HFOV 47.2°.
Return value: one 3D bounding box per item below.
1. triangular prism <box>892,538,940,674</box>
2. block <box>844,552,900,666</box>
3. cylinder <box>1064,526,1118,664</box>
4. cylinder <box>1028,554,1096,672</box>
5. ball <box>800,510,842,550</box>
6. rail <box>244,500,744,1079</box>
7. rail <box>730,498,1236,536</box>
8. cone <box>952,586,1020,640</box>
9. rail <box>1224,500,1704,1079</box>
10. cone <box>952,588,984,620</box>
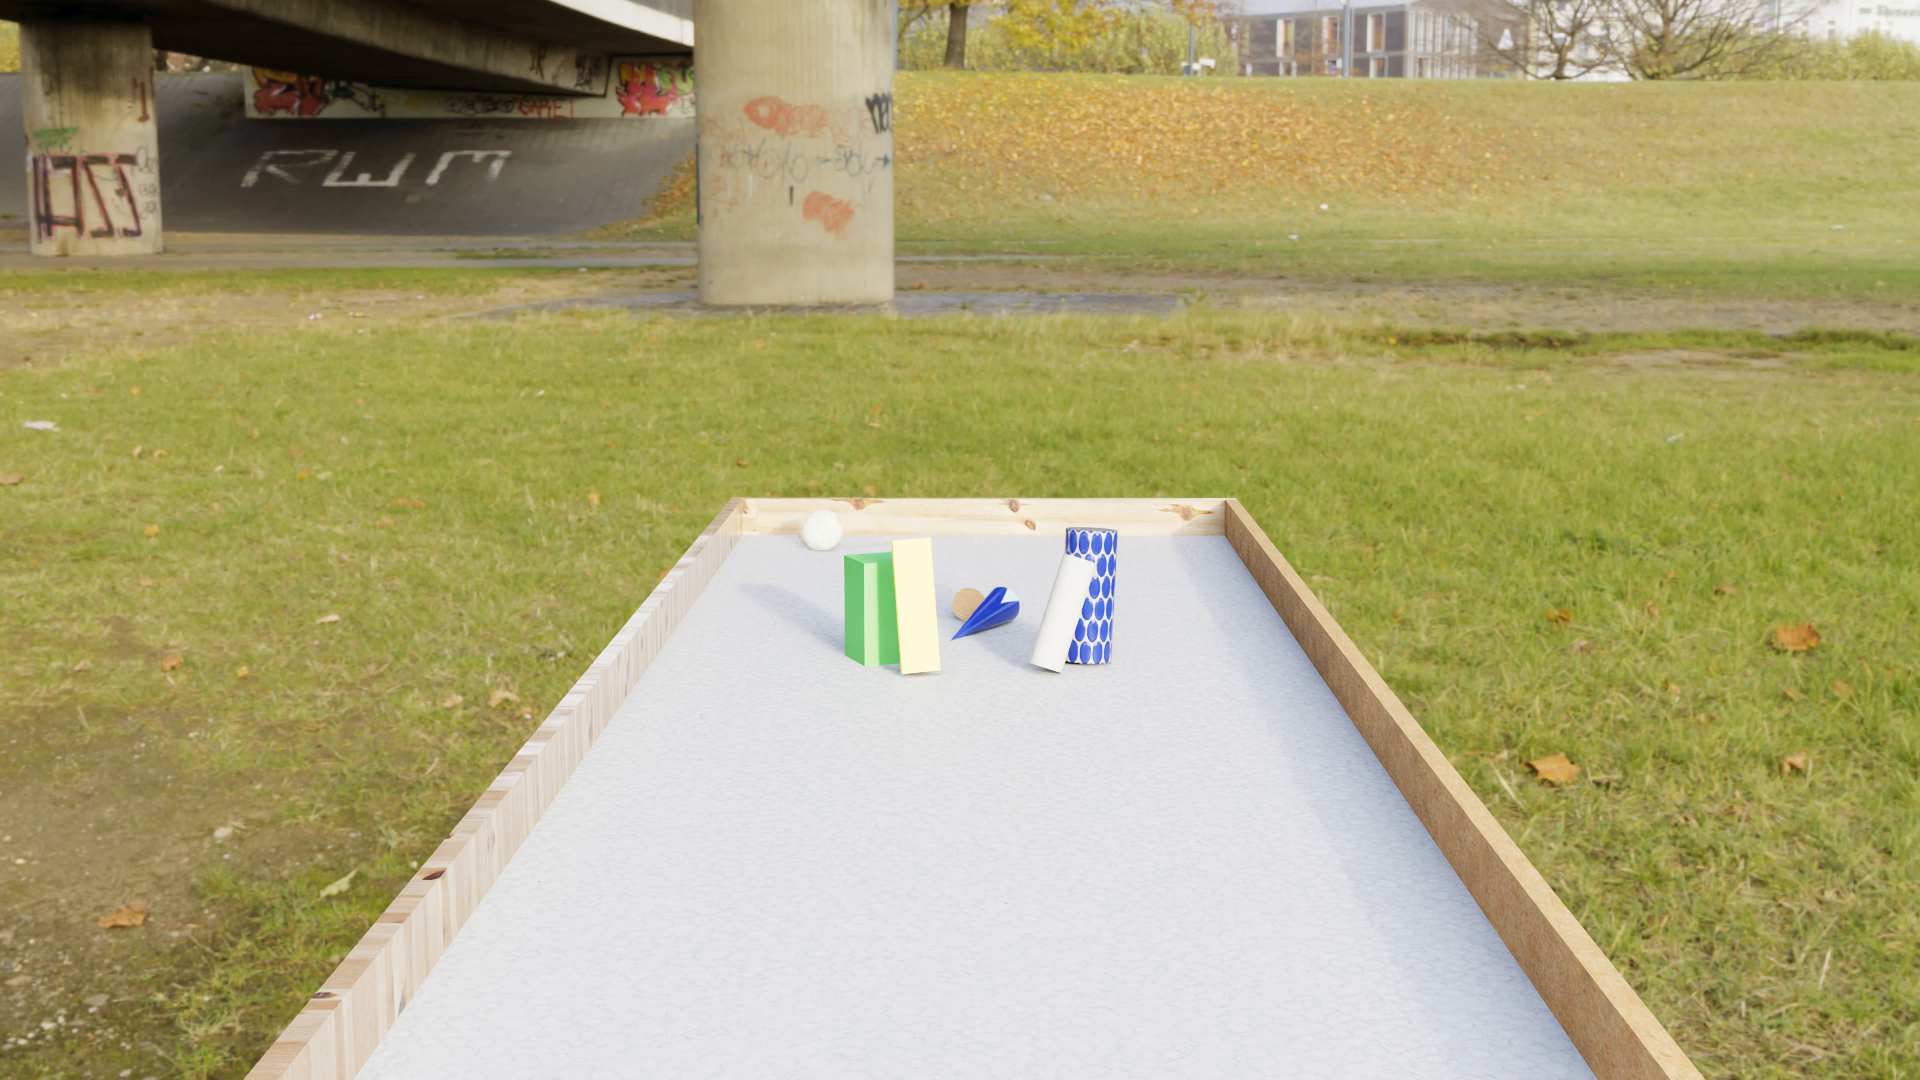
[{"bbox_3d":[-0.142,0.193,6.510,0.119,0.391,0.103,-5,1,-15],"label":"triangular prism"},{"bbox_3d":[-0.239,0.208,6.699,0.175,0.313,0.175,-4,10,-23],"label":"block"},{"bbox_3d":[0.389,0.165,6.658,0.159,0.398,0.159,2,5,0],"label":"cylinder"},{"bbox_3d":[0.304,0.217,6.518,0.104,0.337,0.104,18,-2,1],"label":"cylinder"},{"bbox_3d":[-0.549,-0.040,8.732,0.166,0.166,0.166,0,9,0],"label":"ball"},{"bbox_3d":[-1.004,0.839,3.234,0.050,0.150,12.000,0,9,1],"label":"rail"},{"bbox_3d":[0.099,-0.098,9.147,2.100,0.150,0.050,0,9,1],"label":"rail"},{"bbox_3d":[0.056,0.267,7.133,0.123,0.123,0.363,5,20,29],"label":"cone"},{"bbox_3d":[1.046,0.843,3.208,0.050,0.150,12.000,0,9,1],"label":"rail"},{"bbox_3d":[0.031,0.214,7.485,0.111,0.111,0.364,0,0,0],"label":"cone"}]
